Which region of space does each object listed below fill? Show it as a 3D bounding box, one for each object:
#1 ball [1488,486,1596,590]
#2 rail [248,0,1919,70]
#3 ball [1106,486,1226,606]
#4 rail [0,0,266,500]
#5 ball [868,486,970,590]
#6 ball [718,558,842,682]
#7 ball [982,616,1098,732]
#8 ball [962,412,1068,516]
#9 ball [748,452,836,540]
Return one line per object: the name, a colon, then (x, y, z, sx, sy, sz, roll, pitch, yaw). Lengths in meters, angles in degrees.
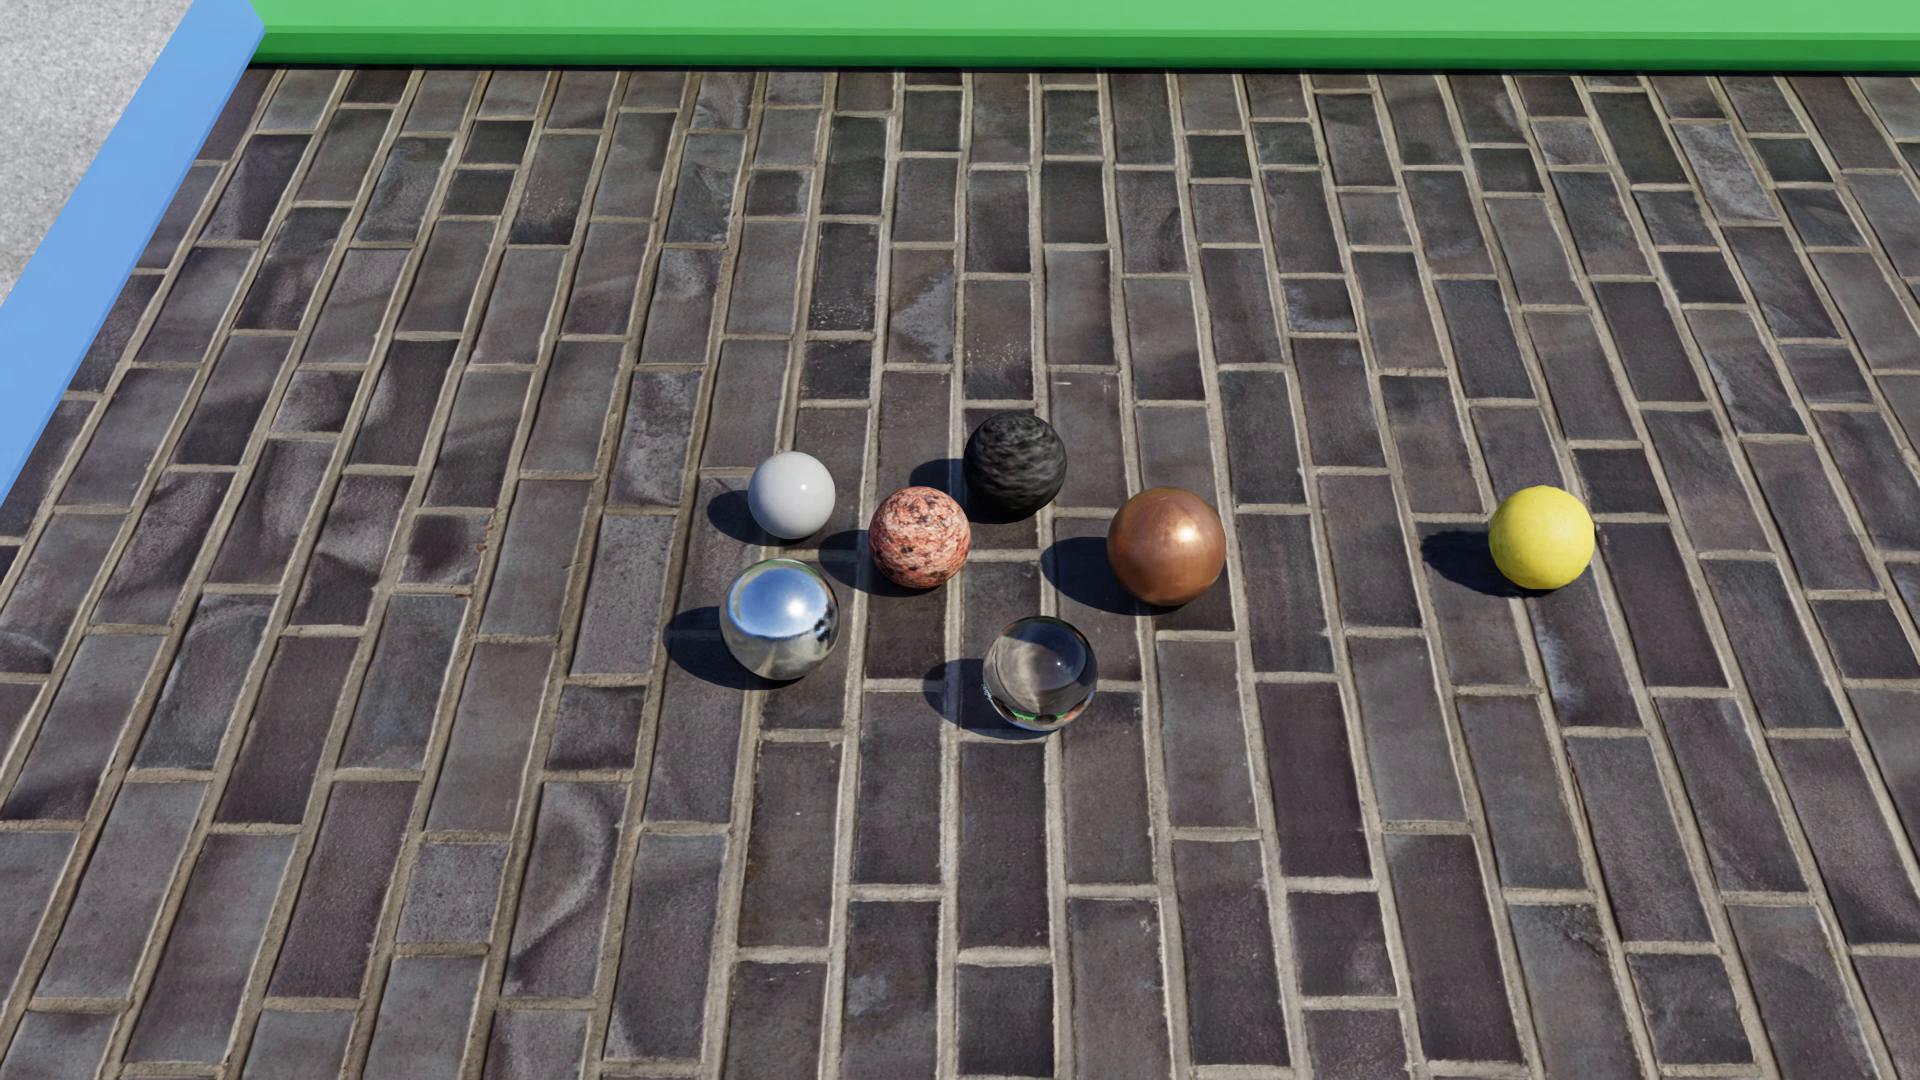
ball: (0.410, -0.001, 1.809, 0.074, 0.074, 0.074, 0, 35, 0)
rail: (0.734, -0.496, 2.478, 2.898, 0.109, 0.045, 0, 35, 1)
ball: (0.144, 0.004, 1.792, 0.084, 0.084, 0.084, 0, 35, 0)
rail: (-0.701, -0.019, 1.802, 0.045, 0.109, 1.734, 0, 35, 1)
ball: (-0.029, -0.002, 1.811, 0.073, 0.073, 0.073, 0, 35, 0)
ball: (-0.121, 0.053, 1.724, 0.083, 0.083, 0.083, 0, 35, 0)
ball: (0.053, 0.087, 1.682, 0.076, 0.076, 0.076, 0, 35, 0)
ball: (0.040, -0.056, 1.884, 0.077, 0.077, 0.077, 0, 35, 0)
ball: (-0.122, -0.032, 1.862, 0.064, 0.064, 0.064, 0, 35, 0)
